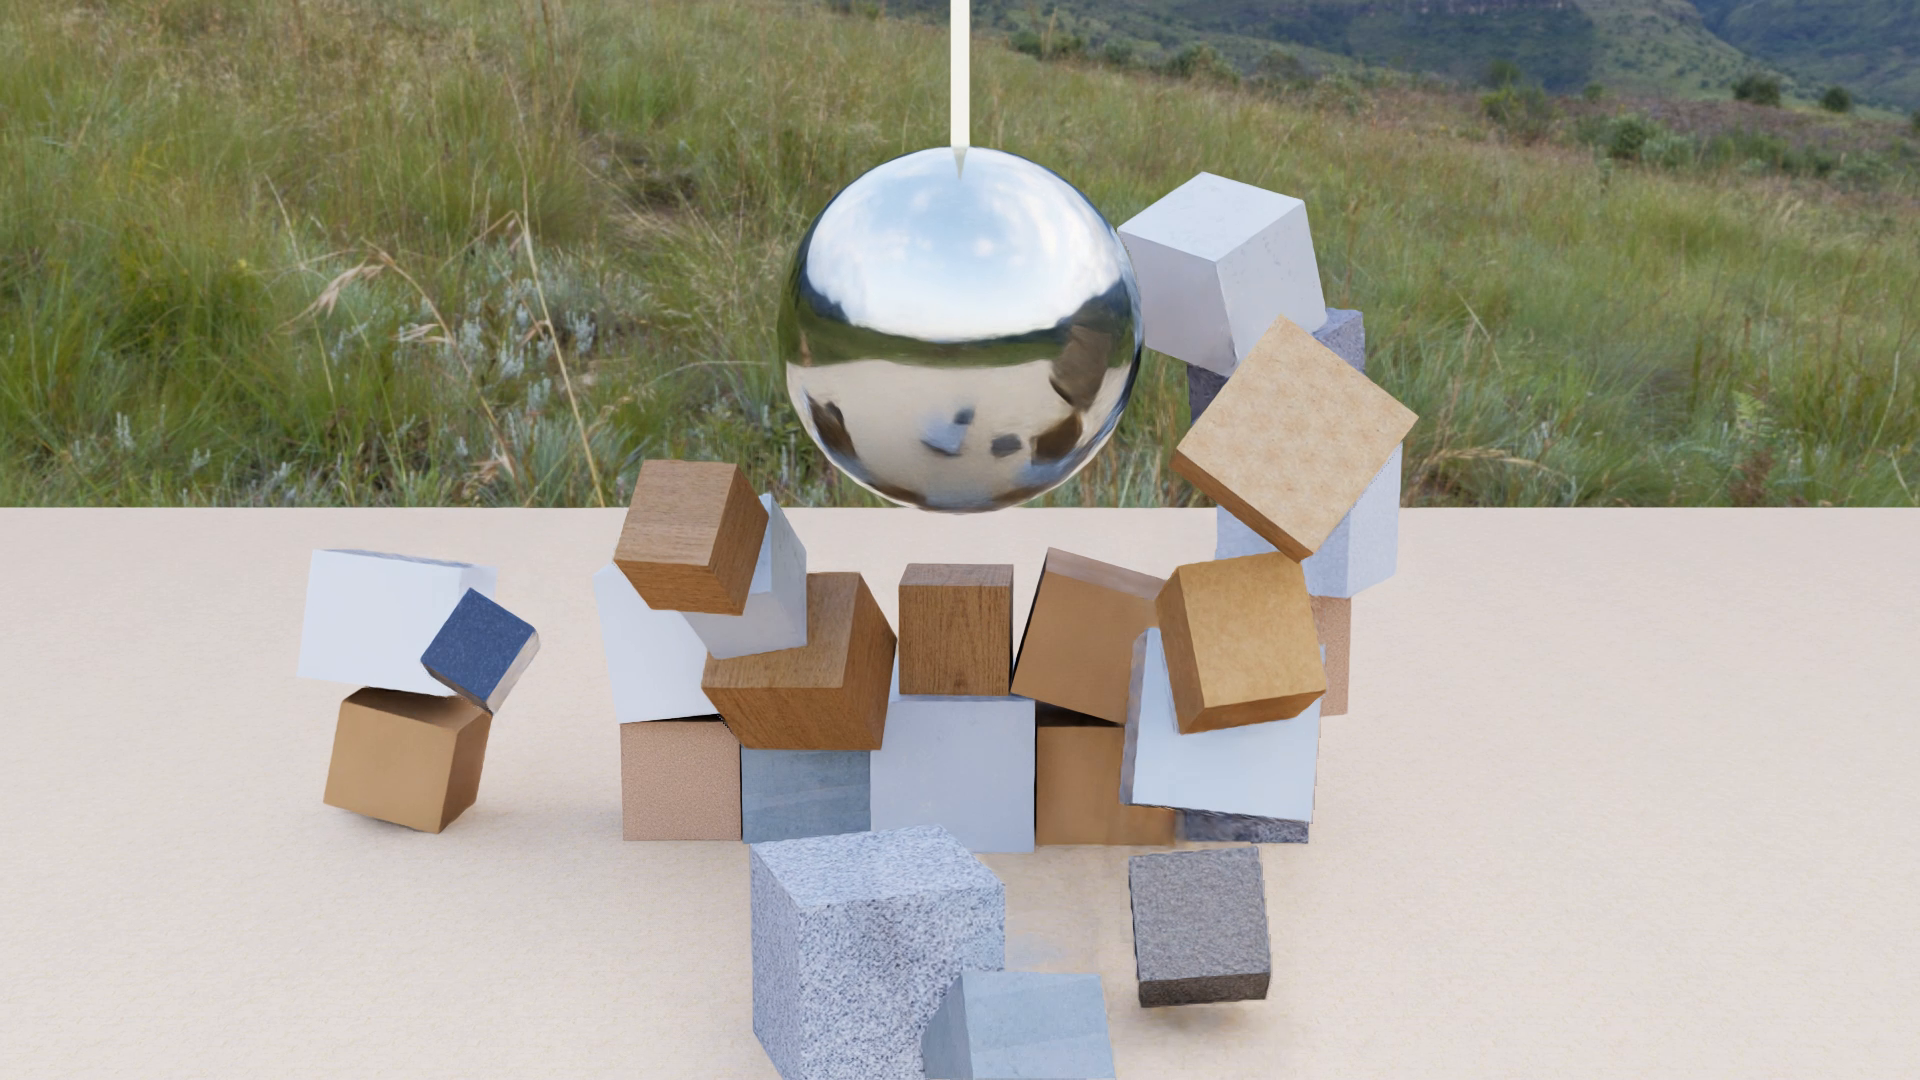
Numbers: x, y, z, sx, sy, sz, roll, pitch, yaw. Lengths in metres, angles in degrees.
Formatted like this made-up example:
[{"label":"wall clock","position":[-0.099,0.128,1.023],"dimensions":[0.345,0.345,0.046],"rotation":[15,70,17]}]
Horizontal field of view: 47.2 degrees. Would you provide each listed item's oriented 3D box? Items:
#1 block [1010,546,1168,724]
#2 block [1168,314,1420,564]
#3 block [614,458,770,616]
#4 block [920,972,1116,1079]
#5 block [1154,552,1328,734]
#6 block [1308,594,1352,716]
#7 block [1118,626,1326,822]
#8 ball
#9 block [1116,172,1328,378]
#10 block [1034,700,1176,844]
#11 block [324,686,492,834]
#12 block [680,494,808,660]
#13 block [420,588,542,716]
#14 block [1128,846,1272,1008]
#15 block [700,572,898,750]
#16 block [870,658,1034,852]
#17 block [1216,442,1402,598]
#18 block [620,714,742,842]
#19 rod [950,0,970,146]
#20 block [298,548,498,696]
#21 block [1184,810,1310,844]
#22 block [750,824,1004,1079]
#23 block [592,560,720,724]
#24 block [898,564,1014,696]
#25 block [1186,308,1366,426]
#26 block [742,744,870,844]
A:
[{"label":"block","position":[0.700,0.492,11.155],"dimensions":[0.720,0.639,0.661],"rotation":[16,11,1]},{"label":"block","position":[1.337,-0.400,8.945],"dimensions":[0.682,0.679,0.604],"rotation":[38,-2,4]},{"label":"block","position":[-1.188,-0.013,9.796],"dimensions":[0.451,0.516,0.456],"rotation":[3,-29,18]},{"label":"block","position":[0.192,1.792,7.487],"dimensions":[0.492,0.536,0.443],"rotation":[4,53,-16]},{"label":"block","position":[1.190,0.443,9.413],"dimensions":[0.521,0.610,0.606],"rotation":[-8,-15,-7]},{"label":"block","position":[1.566,0.531,11.165],"dimensions":[0.629,0.647,0.548],"rotation":[-4,11,-19]},{"label":"block","position":[1.186,0.861,10.104],"dimensions":[0.788,0.778,0.817],"rotation":[6,-7,1]},{"label":"ball","position":[0.000,-0.907,9.579],"dimensions":[1.600,1.600,1.600],"rotation":[0,10,0]},{"label":"block","position":[1.245,-1.254,10.434],"dimensions":[0.582,0.664,0.679],"rotation":[-35,38,-23]},{"label":"block","position":[0.736,1.174,11.391],"dimensions":[0.700,0.615,0.701],"rotation":[0,10,0]},{"label":"block","position":[-2.877,1.112,11.516],"dimensions":[0.624,0.564,0.579],"rotation":[14,12,4]},{"label":"block","position":[-1.008,0.175,10.228],"dimensions":[0.449,0.518,0.537],"rotation":[-9,-32,11]},{"label":"block","position":[-2.133,0.503,9.817],"dimensions":[0.342,0.386,0.421],"rotation":[32,-15,1]},{"label":"block","position":[0.957,1.562,8.844],"dimensions":[0.513,0.499,0.530],"rotation":[-5,-23,3]},{"label":"block","position":[-0.765,0.591,10.648],"dimensions":[0.696,0.609,0.687],"rotation":[-1,-30,15]},{"label":"block","position":[-0.032,1.095,11.377],"dimensions":[0.813,0.776,0.941],"rotation":[0,10,1]},{"label":"block","position":[1.768,-0.143,11.132],"dimensions":[0.699,0.693,0.716],"rotation":[7,12,30]},{"label":"block","position":[-1.407,1.167,11.404],"dimensions":[0.600,0.624,0.604],"rotation":[0,10,1]},{"label":"rod","position":[0.000,-4.301,9.776],"dimensions":[0.080,5.200,0.080],"rotation":[0,-3,0]},{"label":"block","position":[-2.902,0.417,11.401],"dimensions":[0.775,0.648,0.644],"rotation":[7,0,4]},{"label":"block","position":[1.480,1.151,11.397],"dimensions":[0.612,0.656,0.647],"rotation":[1,10,4]},{"label":"block","position":[-0.330,1.620,8.473],"dimensions":[0.787,0.781,0.767],"rotation":[-3,11,-18]},{"label":"block","position":[-1.389,0.438,11.267],"dimensions":[0.676,0.764,0.757],"rotation":[-6,10,9]},{"label":"block","position":[-0.013,0.448,11.206],"dimensions":[0.551,0.557,0.577],"rotation":[1,10,3]},{"label":"block","position":[1.570,-0.789,10.873],"dimensions":[0.645,0.581,0.623],"rotation":[10,28,35]},{"label":"block","position":[-0.770,1.130,11.373],"dimensions":[0.651,0.707,0.662],"rotation":[0,10,0]}]
